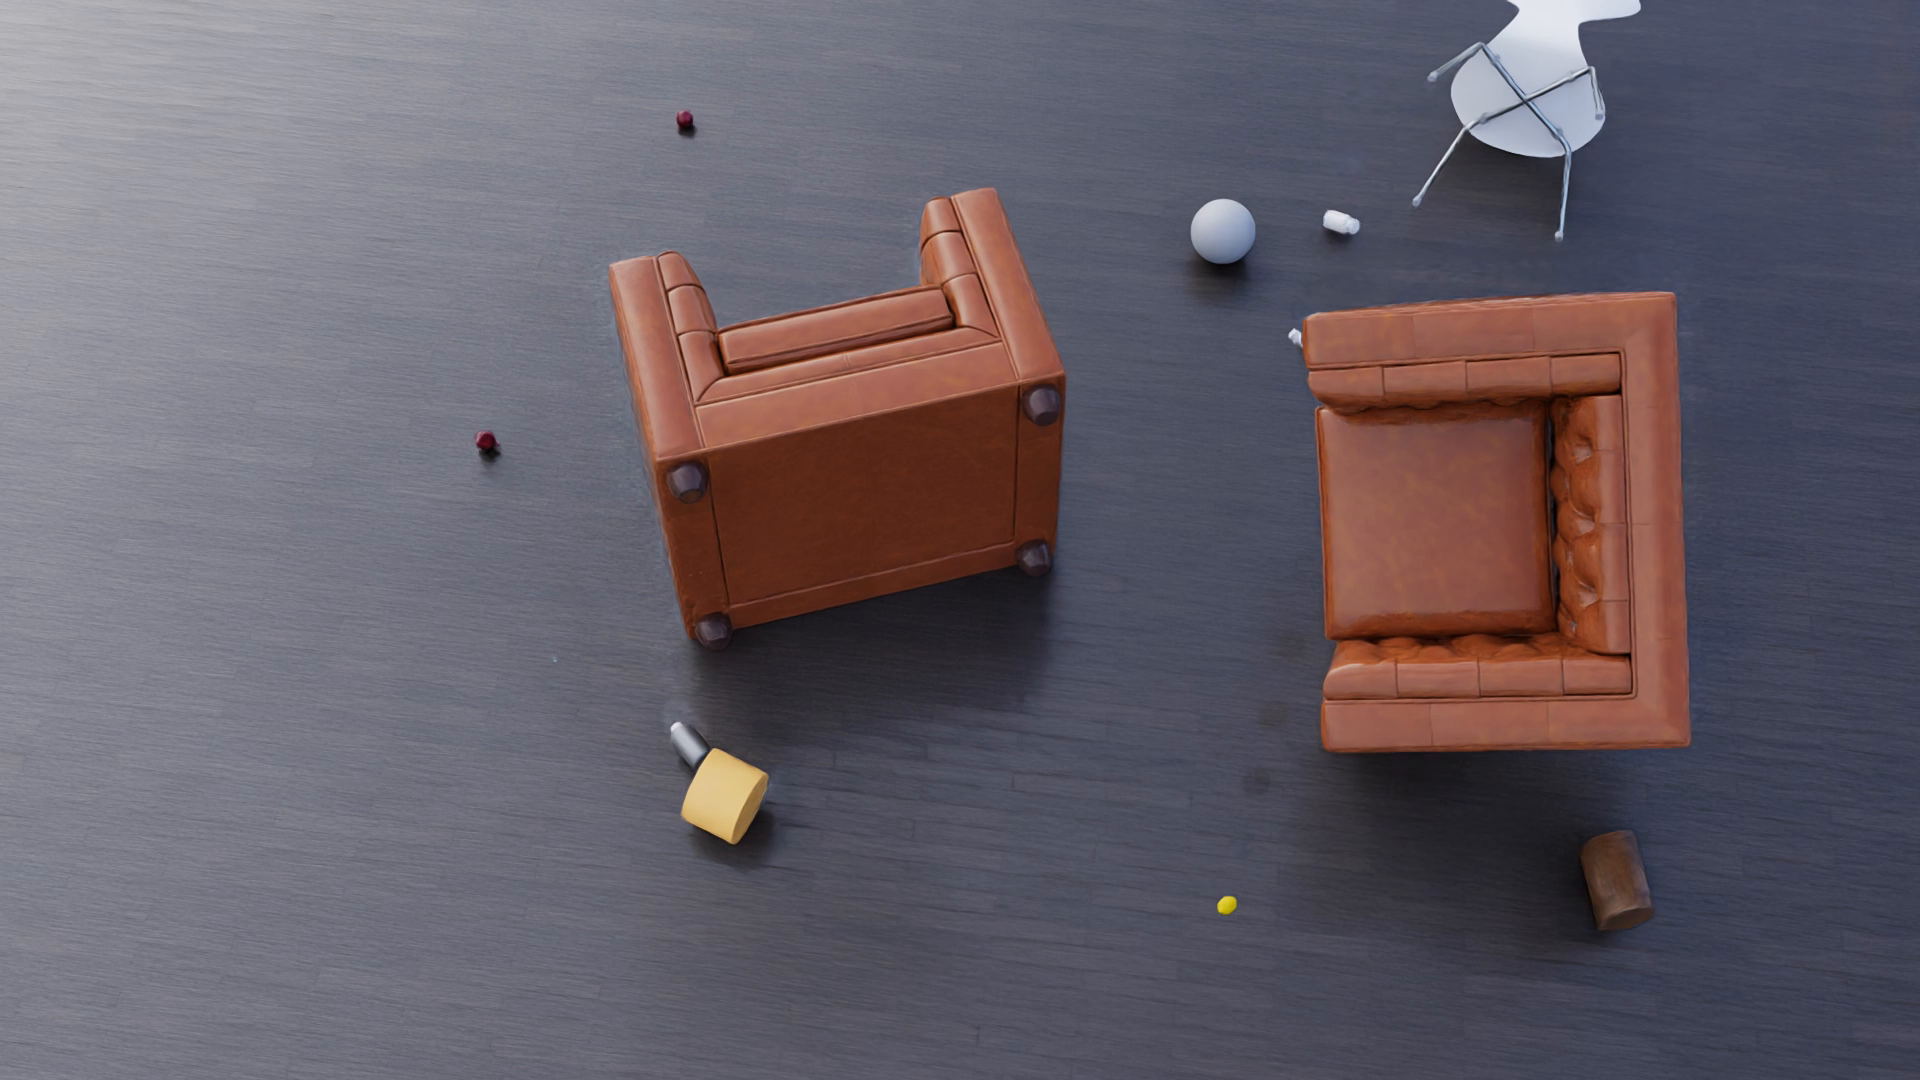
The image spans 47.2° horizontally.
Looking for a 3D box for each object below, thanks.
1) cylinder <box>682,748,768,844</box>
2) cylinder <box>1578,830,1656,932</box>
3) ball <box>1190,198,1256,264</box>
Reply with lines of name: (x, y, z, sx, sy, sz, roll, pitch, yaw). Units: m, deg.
cylinder: (-0.637, 0.696, 5.972, 0.155, 0.222, 0.187, 26, 25, 10)
cylinder: (1.754, 0.911, 5.877, 0.112, 0.163, 0.225, 25, 46, -37)
ball: (0.851, -0.998, 7.117, 0.210, 0.210, 0.210, 0, 56, 0)
